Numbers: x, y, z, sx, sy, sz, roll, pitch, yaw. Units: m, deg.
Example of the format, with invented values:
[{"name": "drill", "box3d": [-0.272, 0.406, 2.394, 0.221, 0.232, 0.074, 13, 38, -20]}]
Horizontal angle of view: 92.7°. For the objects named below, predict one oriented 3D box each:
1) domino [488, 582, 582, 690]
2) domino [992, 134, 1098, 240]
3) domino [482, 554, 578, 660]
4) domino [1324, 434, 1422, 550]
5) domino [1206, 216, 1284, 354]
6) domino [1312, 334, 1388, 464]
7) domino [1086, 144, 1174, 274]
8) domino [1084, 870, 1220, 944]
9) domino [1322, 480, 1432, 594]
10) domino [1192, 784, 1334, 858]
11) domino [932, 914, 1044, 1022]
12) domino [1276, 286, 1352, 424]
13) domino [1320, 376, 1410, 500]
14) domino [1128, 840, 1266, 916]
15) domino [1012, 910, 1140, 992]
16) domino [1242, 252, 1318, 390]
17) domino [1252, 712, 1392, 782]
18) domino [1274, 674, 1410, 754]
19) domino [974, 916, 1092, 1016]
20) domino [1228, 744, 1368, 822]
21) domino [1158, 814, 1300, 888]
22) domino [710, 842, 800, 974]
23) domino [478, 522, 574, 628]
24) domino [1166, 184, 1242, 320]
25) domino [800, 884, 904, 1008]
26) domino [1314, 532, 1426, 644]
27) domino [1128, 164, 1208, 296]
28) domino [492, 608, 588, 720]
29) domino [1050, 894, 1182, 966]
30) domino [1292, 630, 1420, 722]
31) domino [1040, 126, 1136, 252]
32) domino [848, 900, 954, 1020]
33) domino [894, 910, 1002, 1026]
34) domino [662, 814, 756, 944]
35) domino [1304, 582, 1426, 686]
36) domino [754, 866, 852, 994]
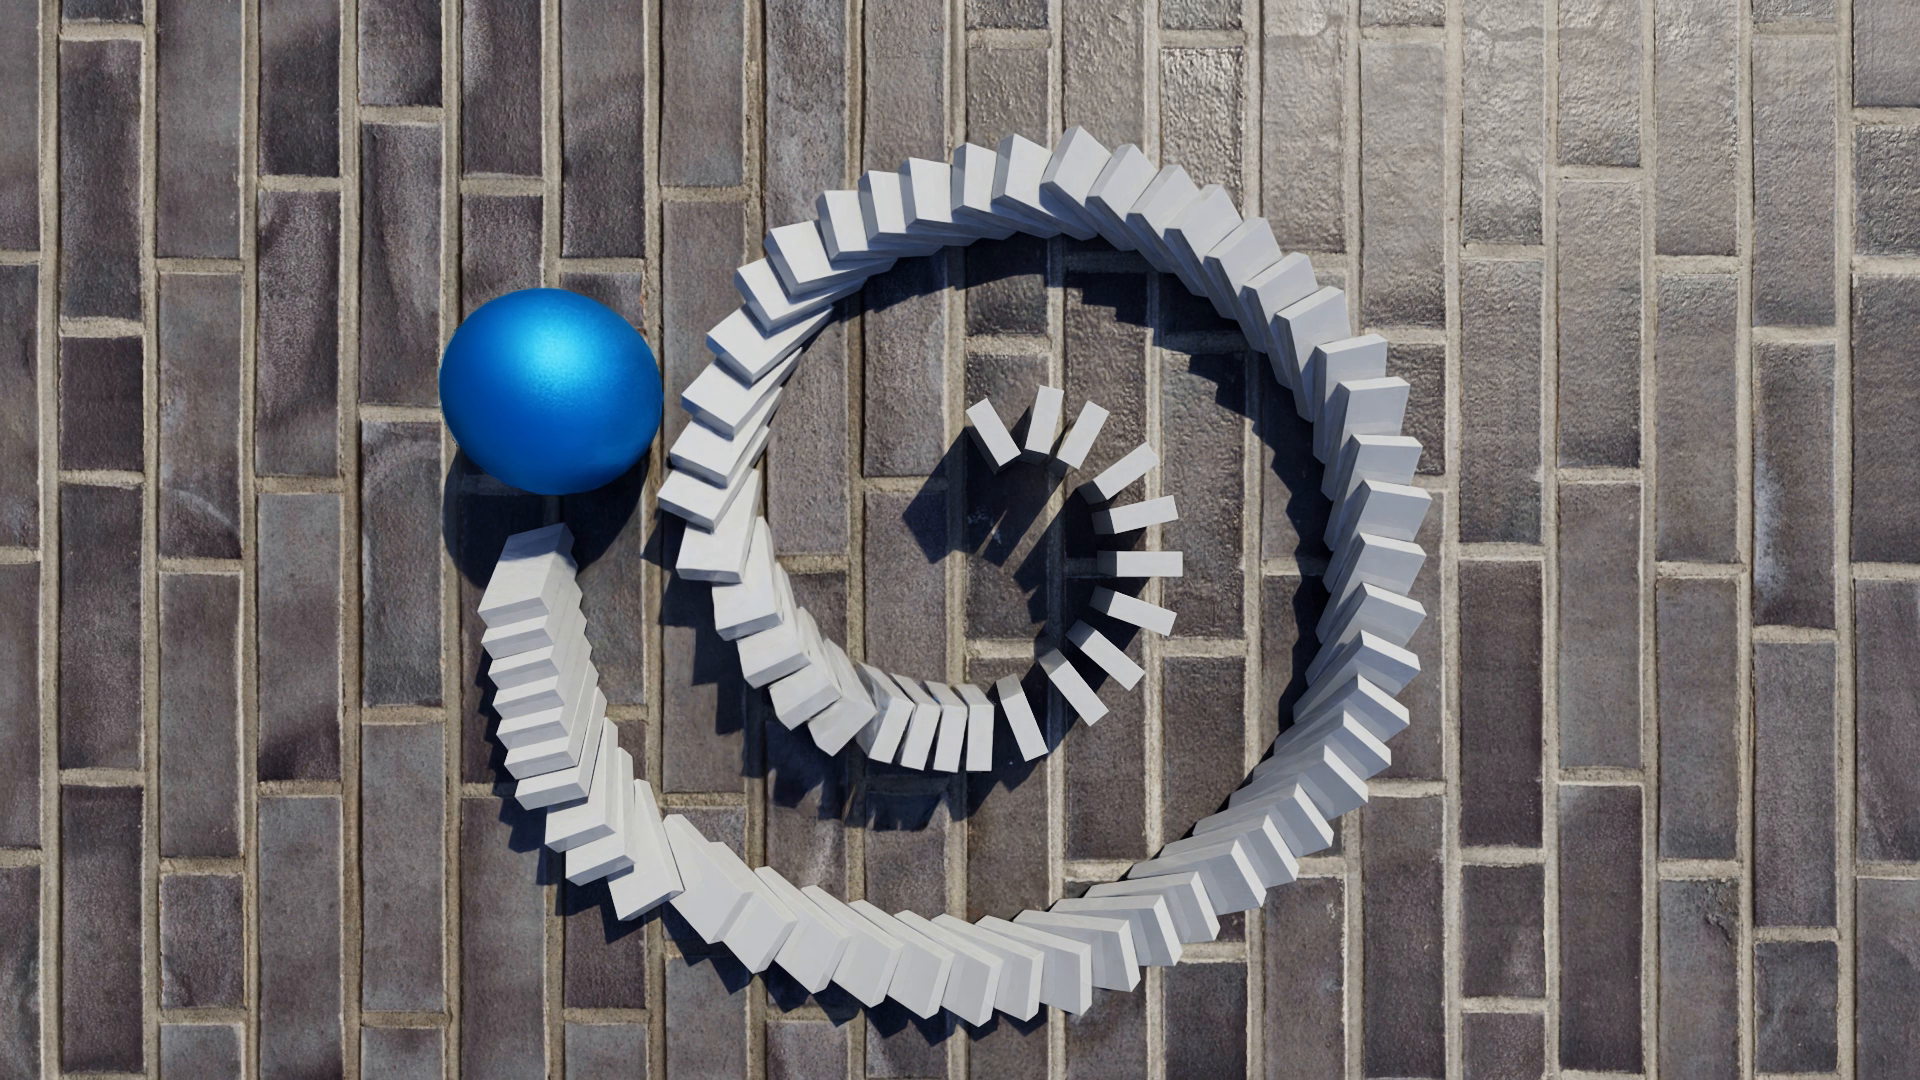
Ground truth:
[{"name": "domino", "box3d": [-0.174, 0.038, 0.377, 0.025, 0.050, 0.010, -15, 128, 0]}, {"name": "domino", "box3d": [0.037, -0.146, 0.382, 0.050, 0.009, 0.025, 10, 87, -34]}, {"name": "domino", "box3d": [-0.176, 0.026, 0.377, 0.025, 0.050, 0.010, -14, 128, 0]}, {"name": "domino", "box3d": [0.172, -0.019, 0.383, 0.025, 0.010, 0.050, 3, 120, 0]}, {"name": "domino", "box3d": [0.125, -0.106, 0.383, 0.025, 0.009, 0.050, -41, 122, -1]}, {"name": "domino", "box3d": [0.162, -0.058, 0.383, 0.025, 0.009, 0.050, -12, 121, -1]}, {"name": "domino", "box3d": [0.078, -0.138, 0.383, 0.050, 0.009, 0.025, 33, 90, -32]}, {"name": "domino", "box3d": [0.079, 0.155, 0.383, 0.050, 0.010, 0.025, -22, 90, 32]}, {"name": "domino", "box3d": [0.173, 0.001, 0.383, 0.025, 0.009, 0.050, 9, 120, -1]}, {"name": "domino", "box3d": [0.125, 0.122, 0.382, 0.050, 0.010, 0.025, -36, 91, 35]}, {"name": "domino", "box3d": [0.010, 0.177, 0.382, 0.050, 0.010, 0.025, 6, 90, 34]}, {"name": "domino", "box3d": [0.150, -0.077, 0.382, 0.025, 0.010, 0.050, -28, 123, -2]}, {"name": "domino", "box3d": [0.168, -0.042, 0.382, 0.025, 0.010, 0.050, -6, 121, -4]}, {"name": "domino", "box3d": [0.098, 0.144, 0.382, 0.050, 0.010, 0.025, -29, 91, 34]}, {"name": "domino", "box3d": [0.048, 0.170, 0.381, 0.050, 0.010, 0.025, -10, 93, 35]}, {"name": "domino", "box3d": [0.139, -0.091, 0.383, 0.025, 0.010, 0.050, -33, 121, 0]}, {"name": "domino", "box3d": [0.150, 0.094, 0.381, 0.025, 0.009, 0.050, 40, 126, -2]}, {"name": "domino", "box3d": [0.158, 0.080, 0.382, 0.025, 0.010, 0.050, 35, 126, 0]}, {"name": "domino", "box3d": [0.030, 0.176, 0.382, 0.050, 0.009, 0.025, 1, 93, 34]}, {"name": "domino", "box3d": [0.140, 0.107, 0.381, 0.025, 0.010, 0.050, 44, 125, -3]}, {"name": "domino", "box3d": [0.111, 0.134, 0.382, 0.050, 0.009, 0.025, -31, 90, 34]}, {"name": "domino", "box3d": [-0.093, 0.153, 0.385, 0.050, 0.010, 0.025, 33, 90, 27]}, {"name": "domino", "box3d": [-0.178, 0.014, 0.377, 0.025, 0.050, 0.009, -14, 128, 0]}, {"name": "domino", "box3d": [0.109, -0.119, 0.382, 0.025, 0.010, 0.050, -47, 122, -3]}, {"name": "domino", "box3d": [-0.050, 0.169, 0.383, 0.050, 0.009, 0.025, 21, 90, 30]}, {"name": "domino", "box3d": [0.171, 0.023, 0.384, 0.025, 0.010, 0.050, 12, 119, 0]}, {"name": "domino", "box3d": [0.095, -0.128, 0.383, 0.050, 0.009, 0.025, 38, 90, -32]}, {"name": "domino", "box3d": [-0.172, 0.050, 0.377, 0.025, 0.050, 0.009, -15, 128, 0]}, {"name": "domino", "box3d": [0.064, 0.163, 0.381, 0.050, 0.010, 0.025, -19, 92, 36]}, {"name": "domino", "box3d": [0.164, 0.062, 0.381, 0.025, 0.010, 0.050, 24, 126, -1]}, {"name": "domino", "box3d": [0.059, -0.145, 0.382, 0.050, 0.009, 0.025, 27, 88, -32]}, {"name": "domino", "box3d": [-0.028, 0.174, 0.383, 0.050, 0.009, 0.025, 16, 90, 32]}, {"name": "domino", "box3d": [-0.008, 0.177, 0.382, 0.050, 0.009, 0.025, 13, 92, 34]}, {"name": "domino", "box3d": [-0.111, 0.141, 0.385, 0.050, 0.010, 0.025, 34, 90, 26]}, {"name": "domino", "box3d": [0.169, 0.044, 0.384, 0.025, 0.010, 0.050, 19, 120, 0]}, {"name": "domino", "box3d": [-0.071, 0.162, 0.384, 0.050, 0.010, 0.025, 27, 90, 28]}]
